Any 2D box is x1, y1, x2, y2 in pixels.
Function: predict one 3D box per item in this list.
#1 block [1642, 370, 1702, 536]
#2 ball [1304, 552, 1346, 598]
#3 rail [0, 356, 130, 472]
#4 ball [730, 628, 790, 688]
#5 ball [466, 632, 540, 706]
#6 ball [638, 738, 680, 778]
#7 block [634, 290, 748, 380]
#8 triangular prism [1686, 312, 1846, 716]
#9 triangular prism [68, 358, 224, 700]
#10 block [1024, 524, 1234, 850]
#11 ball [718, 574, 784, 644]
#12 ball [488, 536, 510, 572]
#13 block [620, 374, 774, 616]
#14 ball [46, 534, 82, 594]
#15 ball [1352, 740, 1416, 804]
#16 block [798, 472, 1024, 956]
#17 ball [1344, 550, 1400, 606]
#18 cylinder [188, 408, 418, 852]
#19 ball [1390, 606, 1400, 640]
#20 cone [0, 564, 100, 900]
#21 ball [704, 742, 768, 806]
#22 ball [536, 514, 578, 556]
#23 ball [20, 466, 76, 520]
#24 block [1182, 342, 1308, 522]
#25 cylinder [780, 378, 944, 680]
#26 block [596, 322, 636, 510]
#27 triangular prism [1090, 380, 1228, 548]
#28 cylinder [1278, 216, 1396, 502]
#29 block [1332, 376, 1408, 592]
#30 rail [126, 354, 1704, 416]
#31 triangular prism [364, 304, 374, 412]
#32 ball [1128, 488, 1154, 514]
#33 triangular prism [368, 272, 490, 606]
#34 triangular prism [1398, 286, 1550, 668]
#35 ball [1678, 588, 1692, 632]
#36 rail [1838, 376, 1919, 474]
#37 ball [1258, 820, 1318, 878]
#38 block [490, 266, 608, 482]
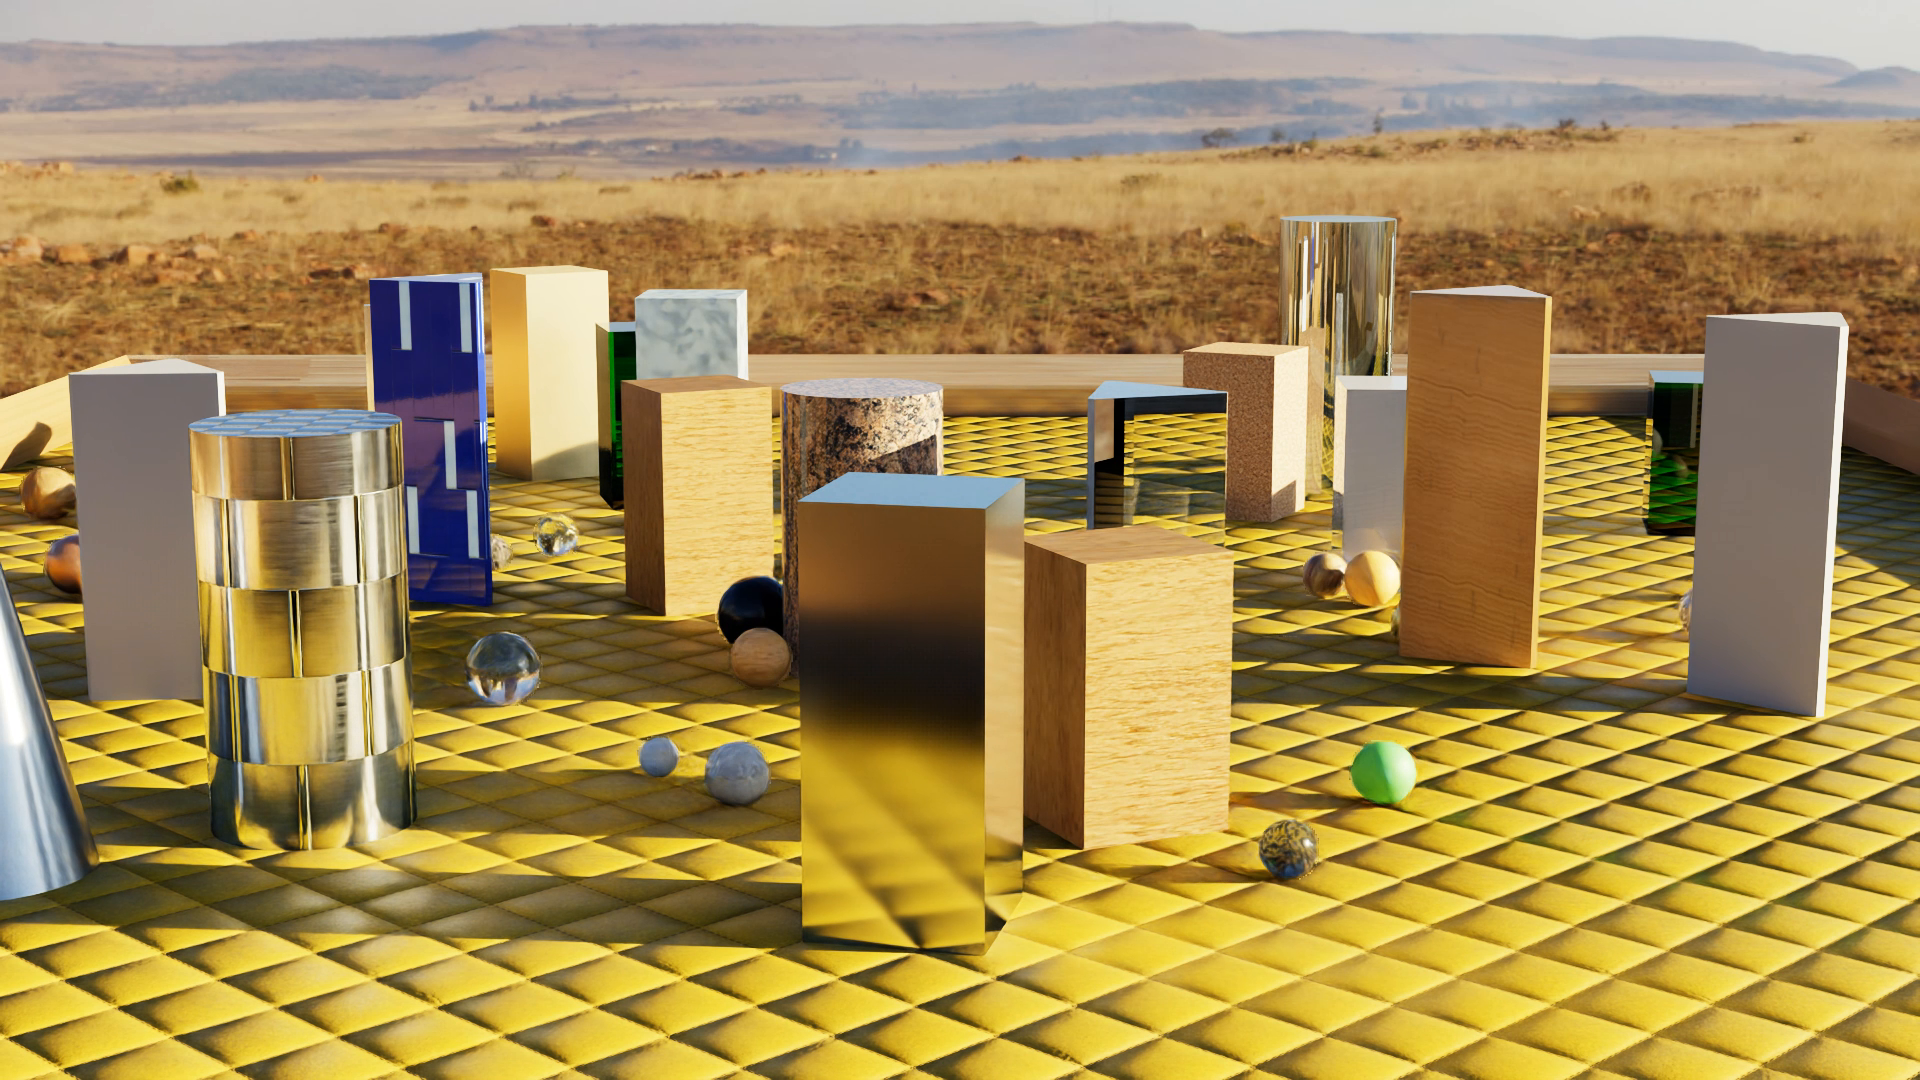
[{"bbox_3d":[1.171,-0.138,4.065,0.157,0.241,0.157,2,11,11],"label":"block"},{"bbox_3d":[0.508,0.048,3.552,0.062,0.062,0.062,0,11,0],"label":"ball"},{"bbox_3d":[-1.708,0.035,3.439,0.045,0.127,3.924,0,11,0],"label":"rail"},{"bbox_3d":[-0.236,0.139,3.035,0.071,0.071,0.071,0,11,0],"label":"ball"},{"bbox_3d":[-0.526,0.148,2.950,0.085,0.085,0.085,0,11,0],"label":"ball"},{"bbox_3d":[-0.311,0.225,2.655,0.041,0.041,0.041,0,11,0],"label":"ball"},{"bbox_3d":[-0.419,-0.202,4.047,0.157,0.373,0.157,0,11,1],"label":"block"},{"bbox_3d":[0.966,-0.038,2.970,0.147,0.442,0.170,-10,15,-44],"label":"triangular prism"},{"bbox_3d":[-0.931,-0.016,3.020,0.170,0.381,0.147,-1,11,-4],"label":"triangular prism"},{"bbox_3d":[0.155,0.138,2.486,0.157,0.273,0.157,-5,12,-24],"label":"block"},{"bbox_3d":[-0.255,0.093,3.213,0.098,0.098,0.098,0,11,0],"label":"ball"},{"bbox_3d":[-0.680,0.020,3.732,0.052,0.052,0.052,0,11,0],"label":"ball"},{"bbox_3d":[-0.359,-0.064,3.504,0.157,0.300,0.157,-5,12,-27],"label":"block"},{"bbox_3d":[-1.228,0.034,3.567,0.084,0.084,0.084,0,11,0],"label":"ball"},{"bbox_3d":[0.422,0.232,2.555,0.064,0.064,0.064,0,11,0],"label":"ball"},{"bbox_3d":[-0.038,0.142,2.181,0.157,0.376,0.157,2,11,13],"label":"block"},{"bbox_3d":[0.560,0.053,3.488,0.076,0.076,0.076,0,11,0],"label":"ball"},{"bbox_3d":[-0.629,0.081,2.467,0.196,0.392,0.196,0,11,0],"label":"cylinder"},{"bbox_3d":[0.575,0.105,3.259,0.056,0.056,0.056,0,11,0],"label":"ball"},{"bbox_3d":[-0.891,0.101,2.312,0.196,0.410,0.196,0,11,0],"label":"cone"},{"bbox_3d":[-0.222,0.233,2.549,0.064,0.064,0.064,0,11,0],"label":"ball"},{"bbox_3d":[-0.604,-0.008,3.848,0.064,0.064,0.064,0,11,0],"label":"ball"},{"bbox_3d":[-1.472,-0.075,4.146,0.087,0.087,0.087,0,11,0],"label":"ball"},{"bbox_3d":[0.467,-0.180,4.210,0.157,0.269,0.157,5,12,27],"label":"block"},{"bbox_3d":[-0.118,-0.014,3.109,0.196,0.344,0.196,0,11,0],"label":"cylinder"},{"bbox_3d":[-0.521,-0.213,4.318,0.157,0.295,0.157,-3,11,-16],"label":"block"},{"bbox_3d":[0.200,0.002,2.983,0.170,0.360,0.147,-4,11,-20],"label":"triangular prism"},{"bbox_3d":[0.640,-0.313,4.381,0.196,0.469,0.196,0,11,0],"label":"cylinder"},{"bbox_3d":[0.615,-0.081,3.633,0.157,0.286,0.157,1,11,3],"label":"block"},{"bbox_3d":[-0.011,-0.321,5.355,3.462,0.127,0.045,0,11,0],"label":"rail"},{"bbox_3d":[-0.877,-0.228,4.283,0.170,0.338,0.147,3,11,16],"label":"triangular prism"},{"bbox_3d":[0.296,-0.063,4.199,0.044,0.044,0.044,0,11,0],"label":"ball"},{"bbox_3d":[-0.696,-0.144,3.552,0.170,0.440,0.147,4,11,19],"label":"triangular prism"},{"bbox_3d":[0.656,-0.085,3.194,0.170,0.453,0.147,5,12,25],"label":"triangular prism"},{"bbox_3d":[0.957,0.092,3.289,0.072,0.072,0.072,0,11,0],"label":"ball"},{"bbox_3d":[1.708,0.031,3.459,0.045,0.127,3.924,0,11,0],"label":"rail"},{"bbox_3d":[0.297,0.280,2.325,0.053,0.053,0.053,0,11,0],"label":"ball"},{"bbox_3d":[-0.733,-0.301,4.604,0.157,0.365,0.157,-7,13,-33],"label":"block"}]
